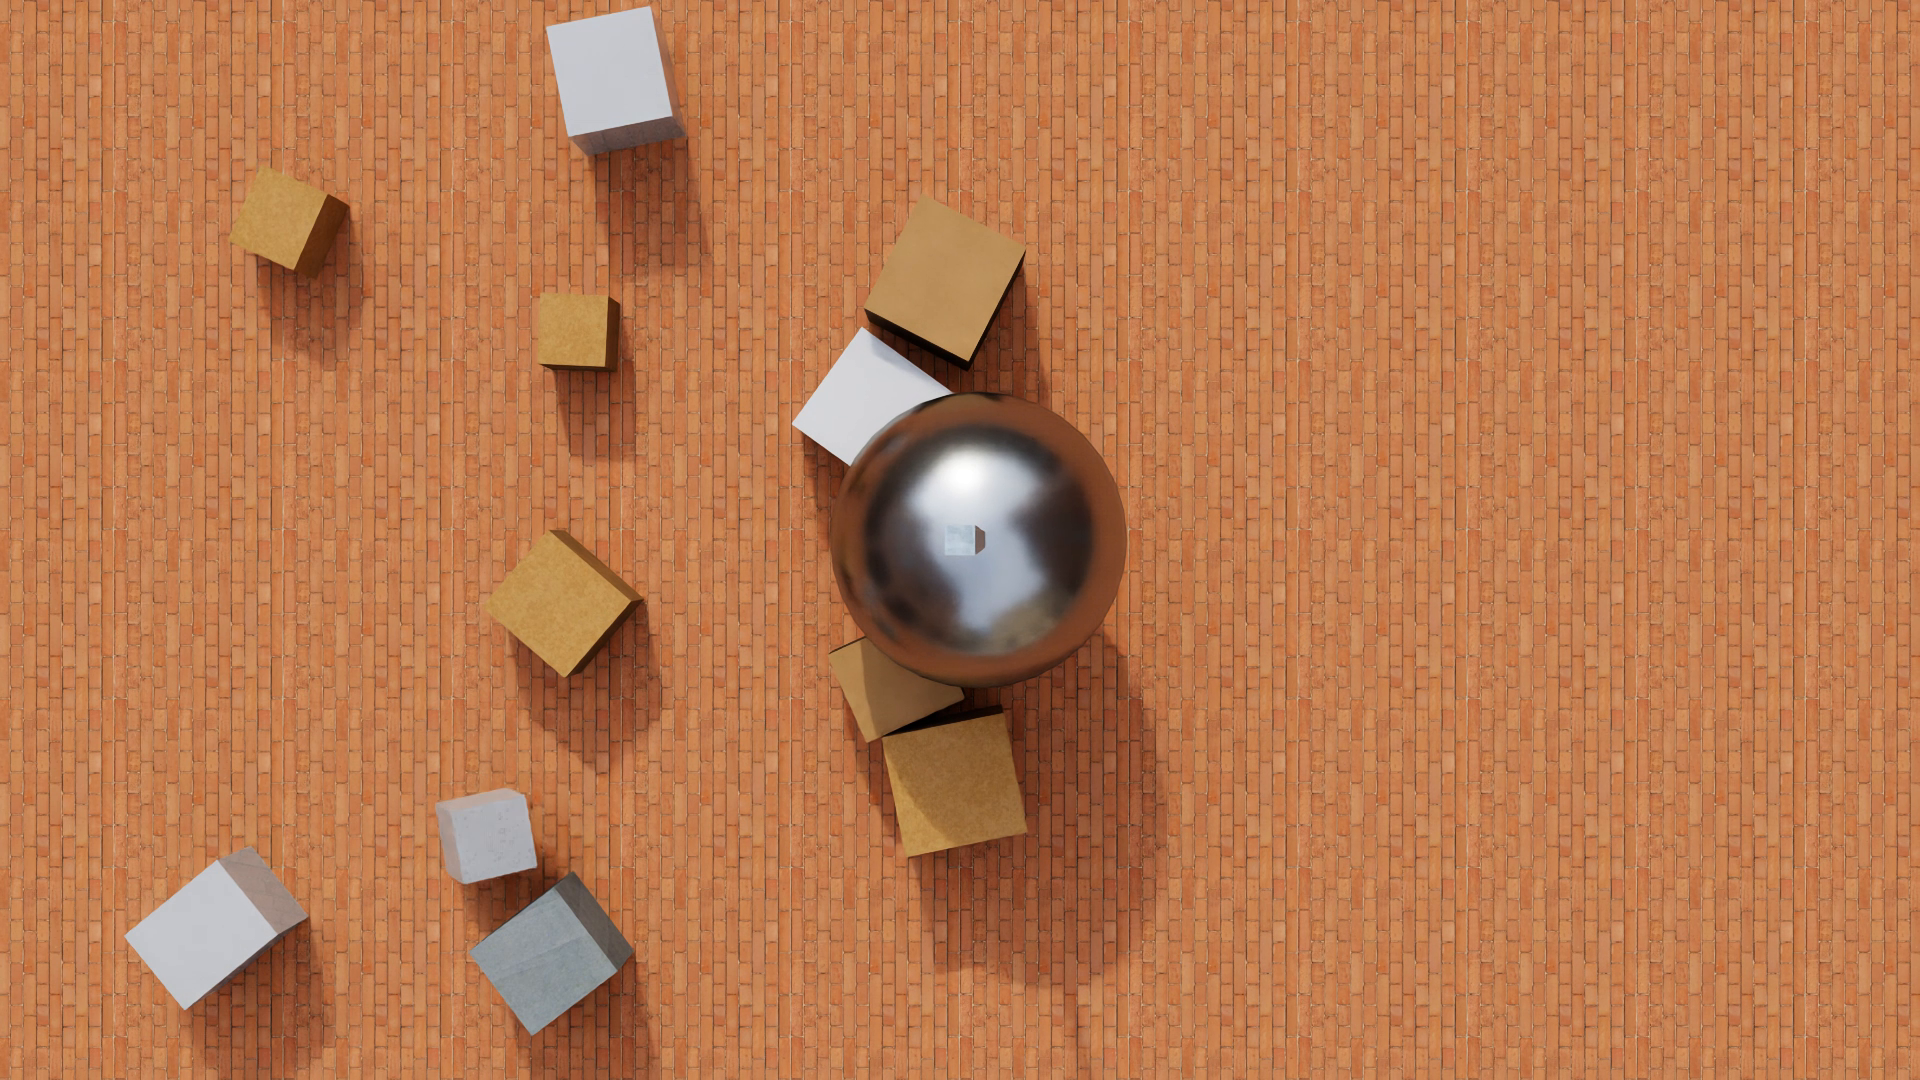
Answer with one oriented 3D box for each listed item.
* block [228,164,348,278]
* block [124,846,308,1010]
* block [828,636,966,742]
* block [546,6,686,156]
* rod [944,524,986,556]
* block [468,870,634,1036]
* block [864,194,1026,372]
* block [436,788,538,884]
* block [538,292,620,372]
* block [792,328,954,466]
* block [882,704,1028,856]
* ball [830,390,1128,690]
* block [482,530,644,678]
[{"bbox_3d":[-3.896,-1.843,12.777,0.414,0.447,0.480,24,90,0],"label":"block"},{"bbox_3d":[-4.282,2.229,12.701,0.678,0.599,0.543,-39,90,0],"label":"block"},{"bbox_3d":[-0.361,0.775,12.725,0.612,0.550,0.546,-24,90,0],"label":"block"},{"bbox_3d":[-1.974,-2.638,12.688,0.598,0.624,0.631,-11,90,0],"label":"block"},{"bbox_3d":[0.043,0.000,8.423,0.080,5.200,0.080,0,90,1],"label":"rod"},{"bbox_3d":[-2.347,2.373,12.687,0.605,0.625,0.596,-37,90,0],"label":"block"},{"bbox_3d":[-0.083,-1.459,12.606,0.657,0.789,0.711,27,90,0],"label":"block"},{"bbox_3d":[-2.735,1.703,12.695,0.428,0.450,0.422,-11,94,-24],"label":"block"},{"bbox_3d":[-2.211,-1.201,12.777,0.388,0.446,0.406,3,90,0],"label":"block"},{"bbox_3d":[-0.468,-0.724,12.709,0.701,0.582,0.676,36,90,0],"label":"block"},{"bbox_3d":[-0.029,1.375,12.671,0.701,0.658,0.684,-12,90,0],"label":"block"},{"bbox_3d":[0.099,0.000,11.823,1.600,1.600,1.600,0,90,0],"label":"ball"},{"bbox_3d":[-2.287,0.363,12.732,0.622,0.537,0.576,41,90,0],"label":"block"}]
